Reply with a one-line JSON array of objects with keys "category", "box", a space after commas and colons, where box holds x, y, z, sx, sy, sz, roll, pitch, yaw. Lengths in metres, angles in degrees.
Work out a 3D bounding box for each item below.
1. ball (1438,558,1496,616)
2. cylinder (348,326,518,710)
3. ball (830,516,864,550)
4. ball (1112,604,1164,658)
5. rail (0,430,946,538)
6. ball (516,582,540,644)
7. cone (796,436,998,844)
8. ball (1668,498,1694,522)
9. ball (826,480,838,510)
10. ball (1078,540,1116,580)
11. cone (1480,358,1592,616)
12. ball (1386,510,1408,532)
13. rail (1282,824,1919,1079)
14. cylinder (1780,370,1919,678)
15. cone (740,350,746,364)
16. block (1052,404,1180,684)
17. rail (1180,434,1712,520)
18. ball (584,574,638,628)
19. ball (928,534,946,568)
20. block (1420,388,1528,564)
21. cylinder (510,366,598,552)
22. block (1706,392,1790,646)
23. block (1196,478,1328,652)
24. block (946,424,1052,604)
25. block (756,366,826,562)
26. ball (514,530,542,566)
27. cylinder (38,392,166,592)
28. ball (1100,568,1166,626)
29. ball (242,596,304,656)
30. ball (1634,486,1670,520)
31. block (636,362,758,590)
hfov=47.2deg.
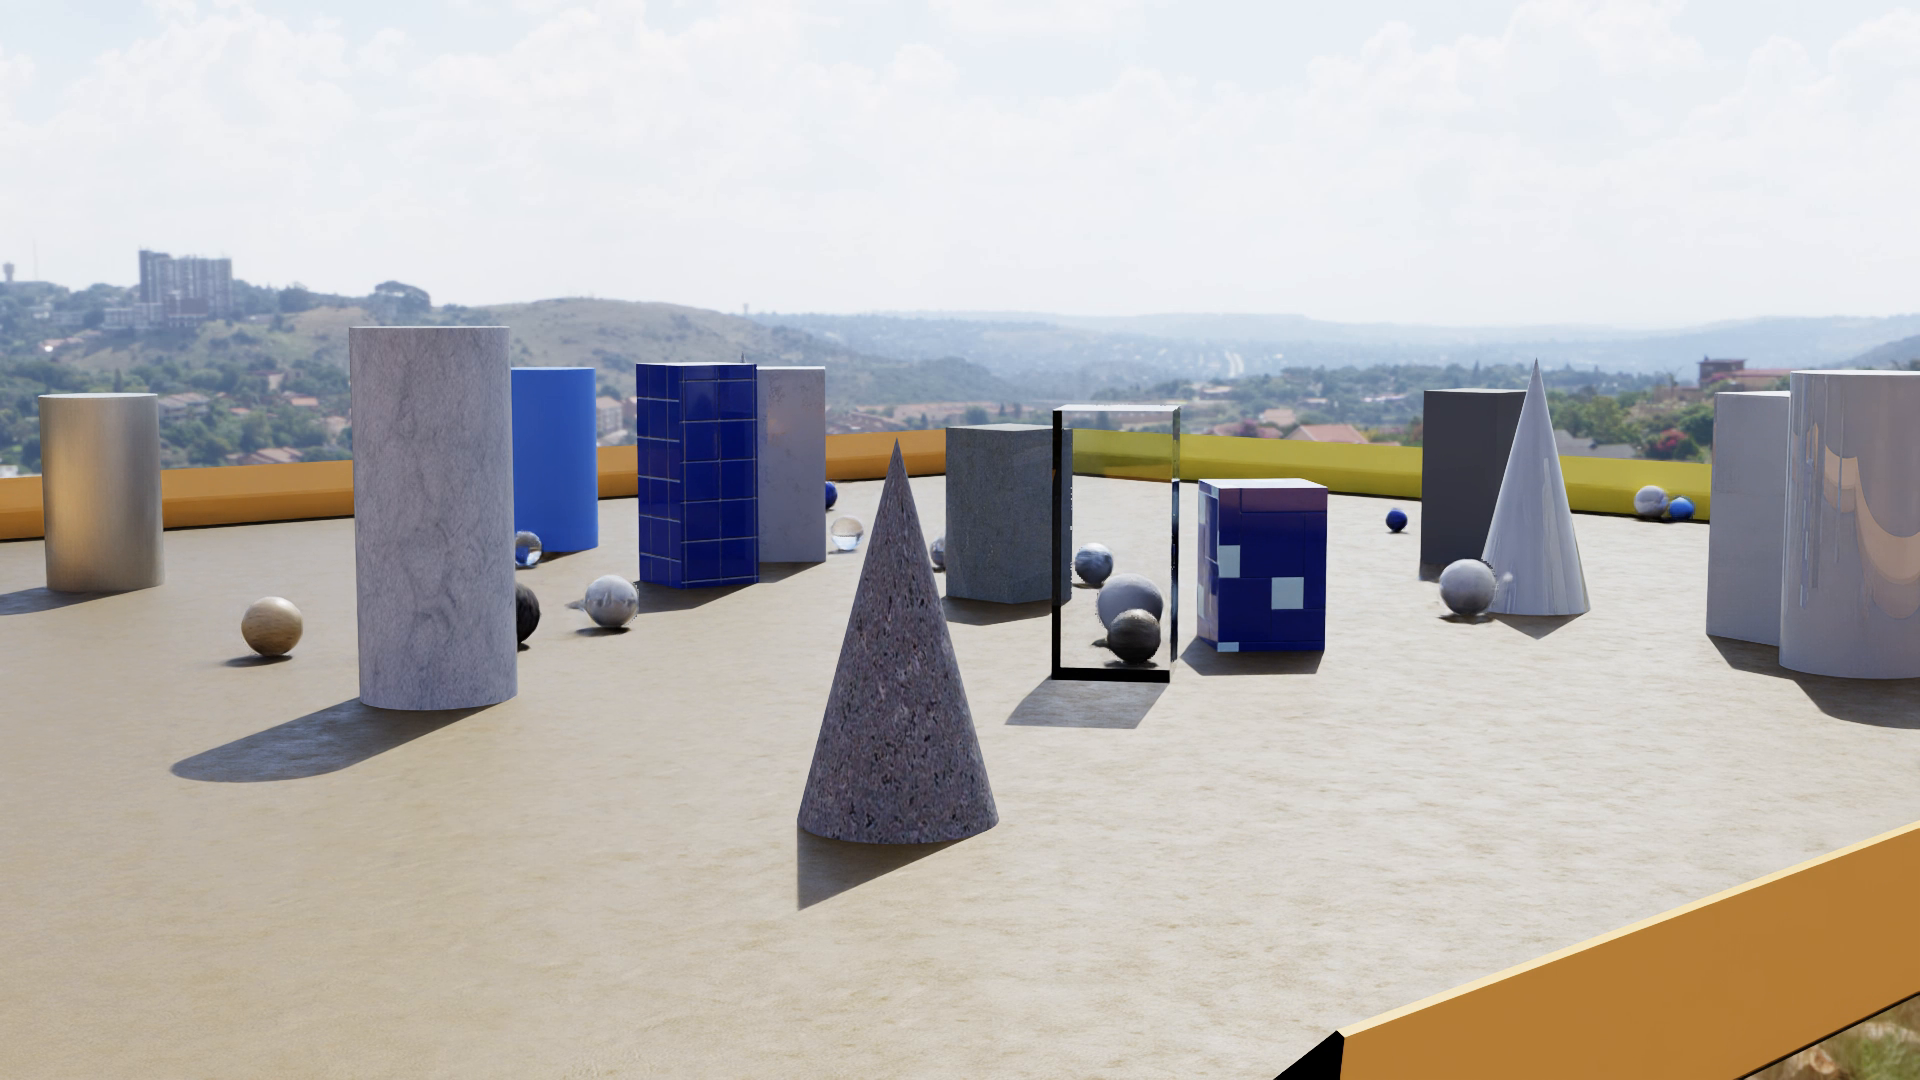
[{"category": "ball", "box": [0.725, 0.068, 3.142, 0.081, 0.081, 0.081, 0, 6, 0]}, {"category": "cylinder", "box": [-0.592, -0.030, 2.479, 0.175, 0.418, 0.175, 0, 6, 0]}, {"category": "ball", "box": [-0.204, -0.013, 3.980, 0.061, 0.061, 0.061, 0, 6, 0]}, {"category": "ball", "box": [0.224, 0.114, 2.773, 0.067, 0.067, 0.067, 0, 6, 0]}, {"category": "rail", "box": [-1.231, -0.113, 4.659, 3.892, 0.114, 0.045, -6, 8, -42]}, {"category": "ball", "box": [-0.590, 0.095, 2.870, 0.084, 0.084, 0.084, 0, 6, 0]}, {"category": "cone", "box": [-0.054, 0.077, 1.886, 0.175, 0.332, 0.175, 0, 6, 0]}, {"category": "ball", "box": [1.474, -0.062, 4.497, 0.048, 0.048, 0.048, 0, 6, 0]}, {"category": "ball", "box": [-0.295, -0.097, 4.747, 0.064, 0.064, 0.064, 0, 6, 0]}, {"category": "ball", "box": [0.221, 0.032, 3.548, 0.064, 0.064, 0.064, 0, 6, 0]}, {"category": "cone", "box": [0.838, -0.085, 3.214, 0.175, 0.368, 0.175, 0, 6, 0]}, {"category": "ball", "box": [0.853, -0.038, 4.297, 0.044, 0.044, 0.044, 0, 6, 0]}, {"category": "rail", "box": [1.231, 0.173, 2.007, 3.892, 0.114, 0.045, -6, 8, -42]}, {"category": "cylinder", "box": [1.099, -0.024, 2.682, 0.175, 0.361, 0.175, 0, 6, 0]}, {"category": "cone", "box": [-0.425, -0.196, 4.318, 0.175, 0.354, 0.175, 0, 6, 0]}, {"category": "block", "box": [0.189, 0.001, 2.648, 0.140, 0.320, 0.140, 1, 6, 9]}, {"category": "rail", "box": [1.413, -0.110, 4.629, 0.045, 0.114, 3.677, -6, 8, -42]}, {"category": "ball", "box": [-0.479, 0.085, 3.021, 0.073, 0.073, 0.073, 0, 6, 0]}, {"category": "ball", "box": [-0.023, 0.019, 3.705, 0.058, 0.058, 0.058, 0, 6, 0]}, {"category": "block", "box": [0.893, -0.109, 3.782, 0.140, 0.295, 0.140, 6, 8, 42]}, {"category": "cylinder", "box": [-0.751, -0.150, 4.012, 0.175, 0.326, 0.175, 0, 6, 0]}, {"category": "block", "box": [1.102, -0.032, 2.925, 0.140, 0.325, 0.140, -3, 7, -28]}, {"category": "block", "box": [0.394, 0.030, 2.883, 0.140, 0.210, 0.140, -1, 6, -5]}, {"category": "block", "box": [0.077, -0.043, 3.350, 0.140, 0.257, 0.140, 6, 9, 44]}, {"category": "block", "box": [-0.305, -0.135, 3.846, 0.140, 0.332, 0.140, 0, 6, -3]}, {"category": "ball", "box": [-0.740, 0.014, 3.735, 0.060, 0.060, 0.060, 0, 6, 0]}, {"category": "cylinder", "box": [-1.353, -0.078, 3.469, 0.175, 0.300, 0.175, 0, 6, 0]}, {"category": "ball", "box": [0.234, 0.083, 2.971, 0.088, 0.088, 0.088, 0, 6, 0]}, {"category": "ball", "box": [-0.869, 0.109, 2.780, 0.075, 0.075, 0.075, 0, 6, 0]}, {"category": "ball", "box": [1.427, -0.078, 4.540, 0.070, 0.070, 0.070, 0, 6, 0]}, {"category": "block", "box": [-0.419, -0.107, 3.513, 0.140, 0.348, 0.140, -4, 8, -36]}]
